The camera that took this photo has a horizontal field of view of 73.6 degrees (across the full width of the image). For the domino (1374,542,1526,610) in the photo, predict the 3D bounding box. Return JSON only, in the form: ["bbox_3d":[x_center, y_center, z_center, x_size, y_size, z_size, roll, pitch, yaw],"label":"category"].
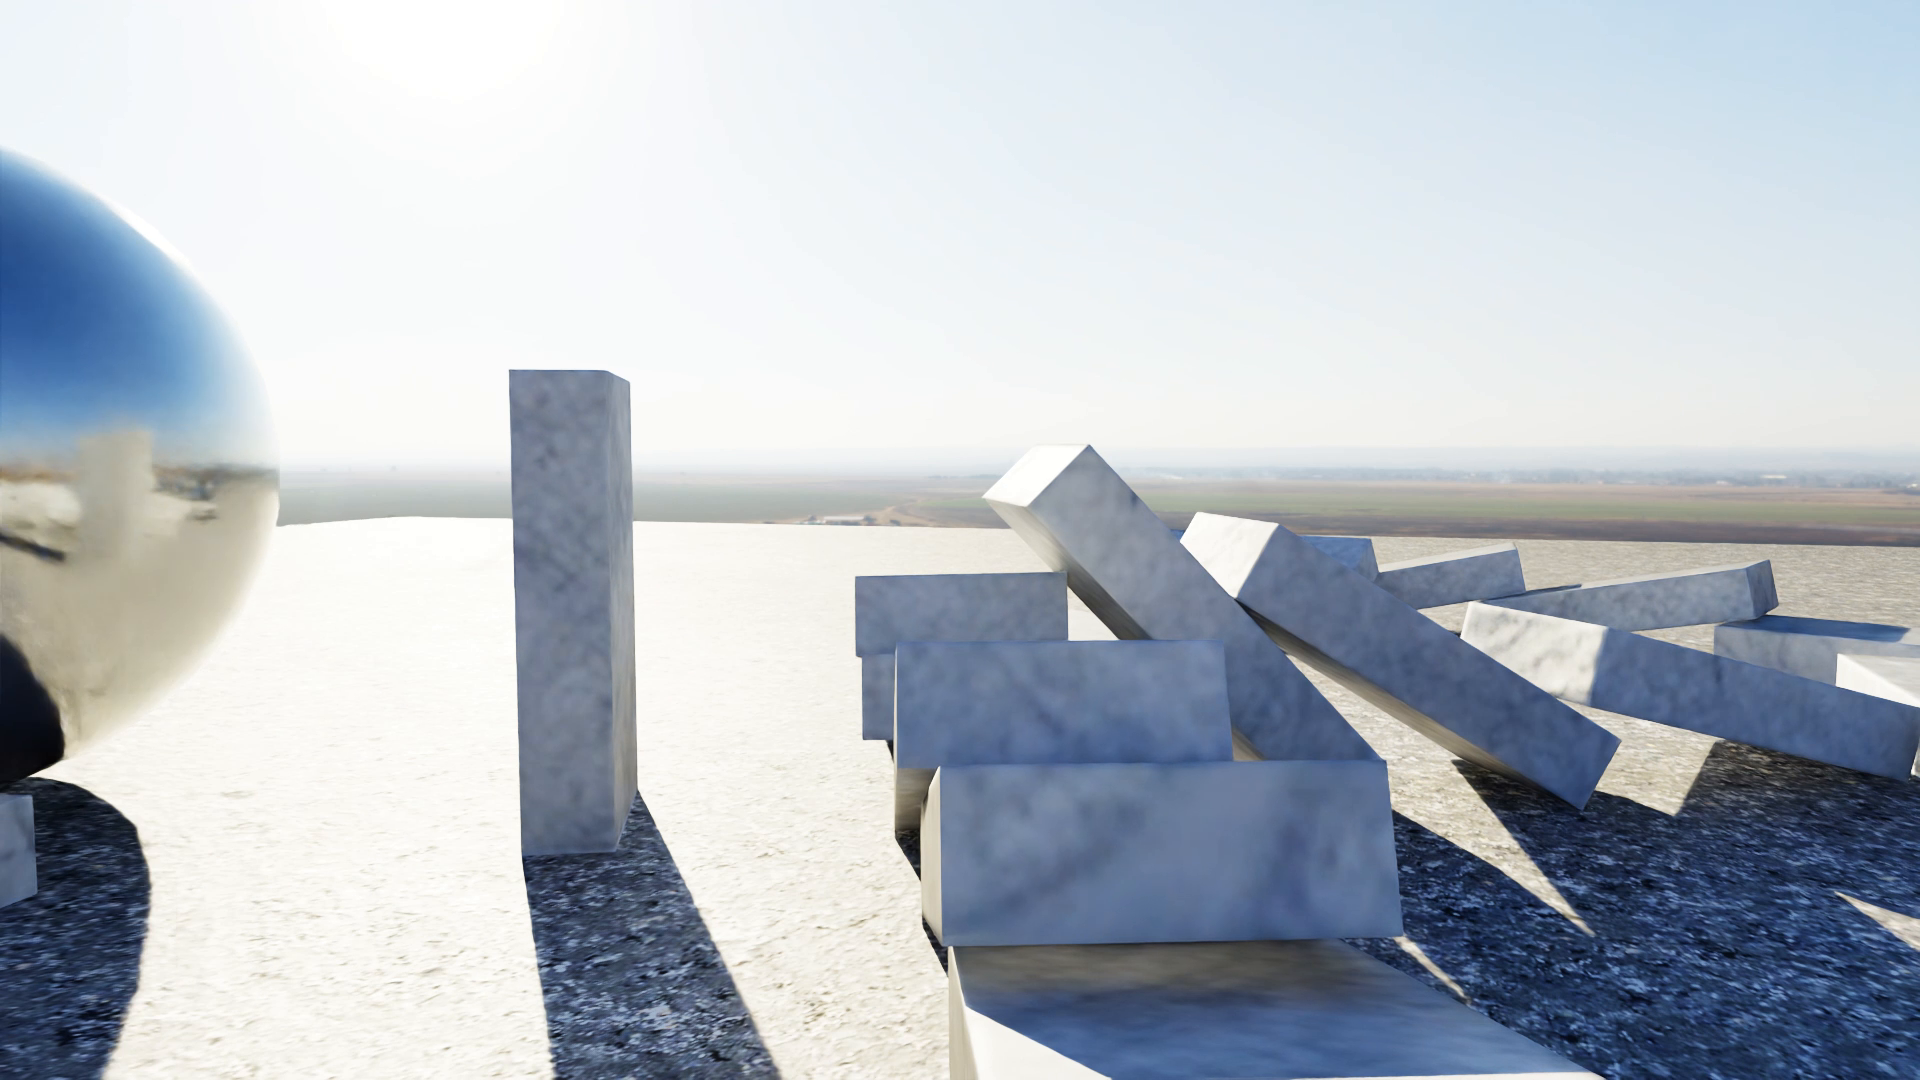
[{"bbox_3d":[0.101,0.010,0.294,0.050,0.010,0.025,-12,-1,22],"label":"domino"}]

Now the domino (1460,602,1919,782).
[{"bbox_3d":[0.094,0.019,0.167,0.050,0.010,0.025,14,1,-16],"label":"domino"}]

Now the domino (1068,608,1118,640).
[{"bbox_3d":[0.019,0.020,0.240,0.025,0.009,0.050,-3,5,-32],"label":"domino"}]

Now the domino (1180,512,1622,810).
[{"bbox_3d":[0.051,0.014,0.157,0.050,0.009,0.025,31,-1,-11],"label":"domino"}]

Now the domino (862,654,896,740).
[{"bbox_3d":[0.001,0.020,0.167,0.025,0.010,0.050,-1,-7,0],"label":"domino"}]

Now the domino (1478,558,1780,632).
[{"bbox_3d":[0.135,0.013,0.262,0.050,0.010,0.025,-12,-5,41],"label":"domino"}]

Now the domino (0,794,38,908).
[{"bbox_3d":[-0.104,0.030,0.099,0.025,0.010,0.050,1,4,9],"label":"domino"}]

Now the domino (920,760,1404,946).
[{"bbox_3d":[0.010,0.023,0.094,0.025,0.010,0.050,0,-14,-3],"label":"domino"}]

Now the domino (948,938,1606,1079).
[{"bbox_3d":[0.013,0.028,0.063,0.025,0.010,0.050,0,-7,-3],"label":"domino"}]

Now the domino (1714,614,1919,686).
[{"bbox_3d":[0.163,0.021,0.223,0.025,0.009,0.050,-4,6,-42],"label":"domino"}]

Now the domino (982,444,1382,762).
[{"bbox_3d":[0.025,0.010,0.152,0.010,0.050,0.025,-45,10,-4],"label":"domino"}]

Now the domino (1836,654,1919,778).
[{"bbox_3d":[0.140,0.025,0.175,0.025,0.010,0.050,2,5,22],"label":"domino"}]

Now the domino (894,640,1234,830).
[{"bbox_3d":[0.006,0.020,0.120,0.025,0.010,0.050,0,-18,-3],"label":"domino"}]

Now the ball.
[{"bbox_3d":[-0.126,-0.009,0.152,0.080,0.080,0.080,0,4,0],"label":"ball"}]

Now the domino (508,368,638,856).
[{"bbox_3d":[-0.043,0.007,0.144,0.010,0.050,0.025,-1,4,-9],"label":"domino"}]

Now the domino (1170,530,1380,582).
[{"bbox_3d":[0.065,0.010,0.289,0.050,0.010,0.025,3,40,38],"label":"domino"}]

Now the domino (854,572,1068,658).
[{"bbox_3d":[0.001,0.012,0.175,0.025,0.010,0.050,-1,-7,1],"label":"domino"}]
